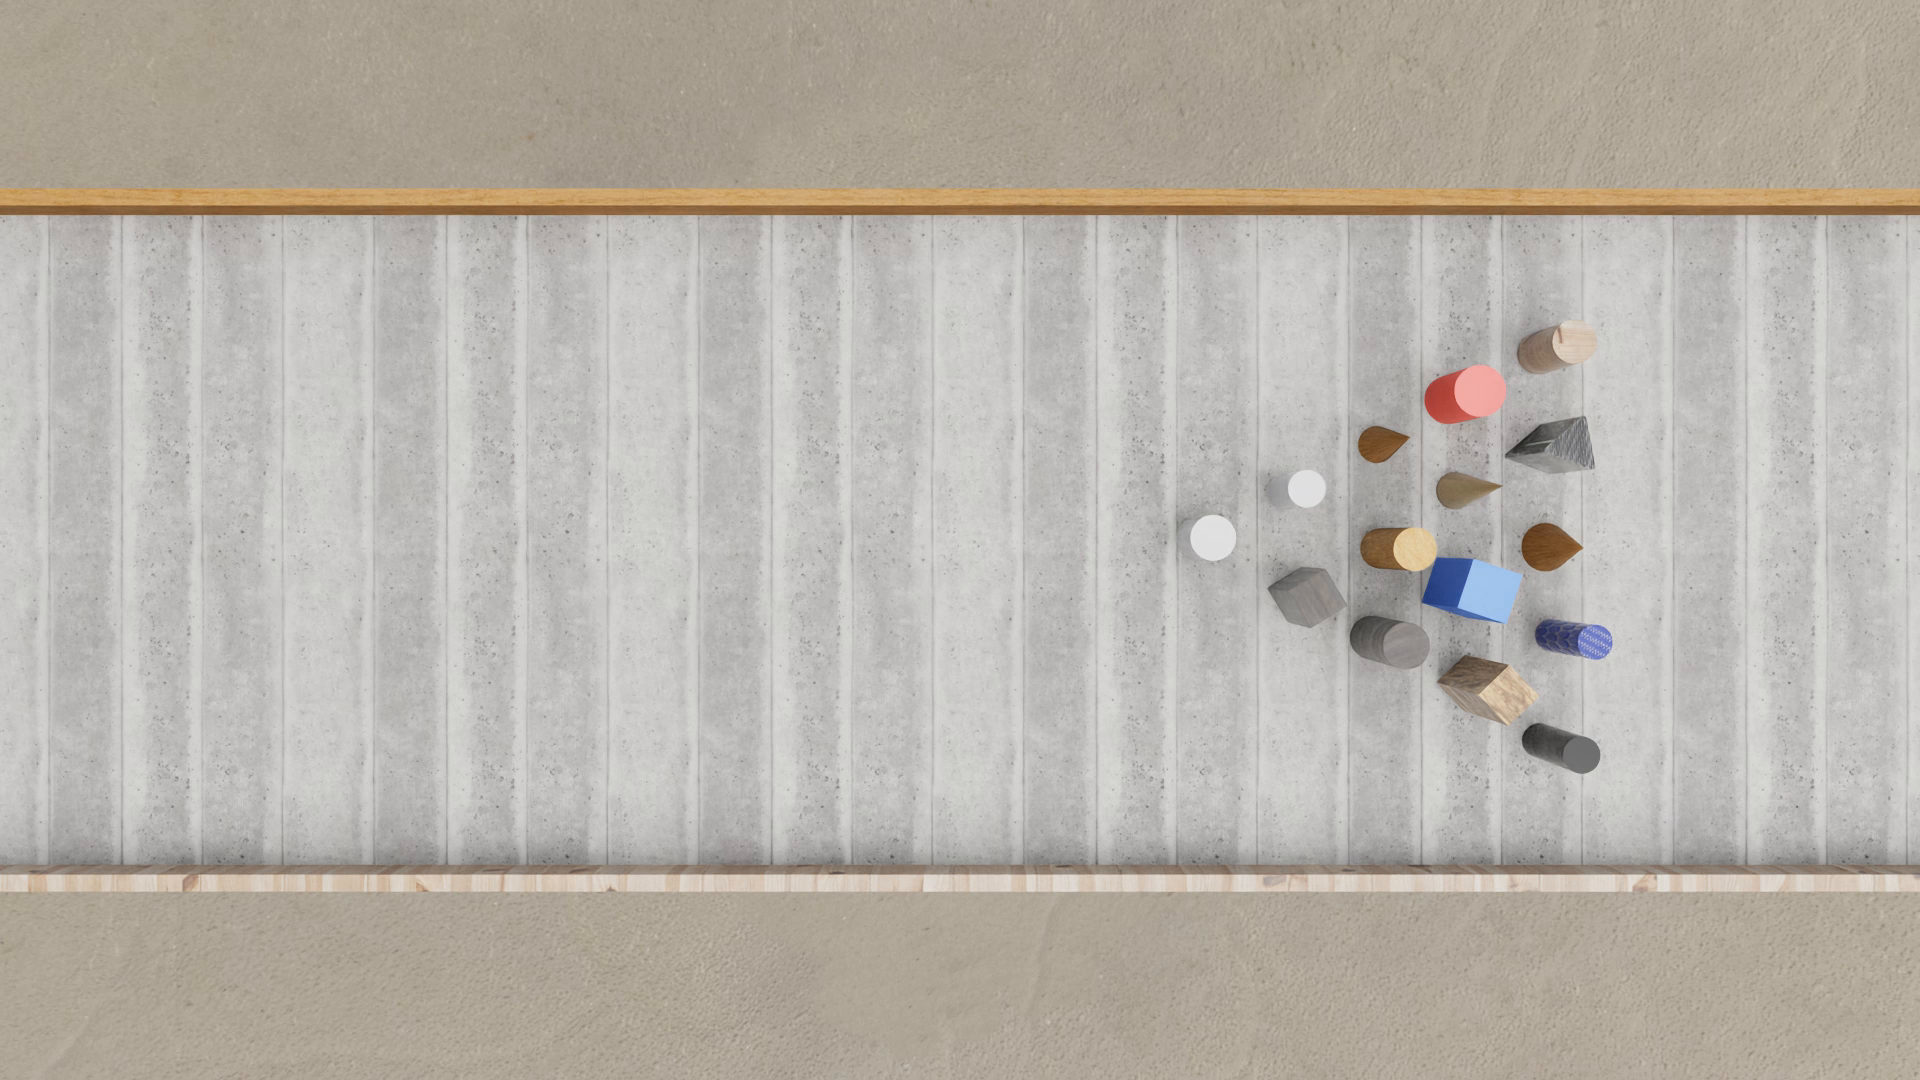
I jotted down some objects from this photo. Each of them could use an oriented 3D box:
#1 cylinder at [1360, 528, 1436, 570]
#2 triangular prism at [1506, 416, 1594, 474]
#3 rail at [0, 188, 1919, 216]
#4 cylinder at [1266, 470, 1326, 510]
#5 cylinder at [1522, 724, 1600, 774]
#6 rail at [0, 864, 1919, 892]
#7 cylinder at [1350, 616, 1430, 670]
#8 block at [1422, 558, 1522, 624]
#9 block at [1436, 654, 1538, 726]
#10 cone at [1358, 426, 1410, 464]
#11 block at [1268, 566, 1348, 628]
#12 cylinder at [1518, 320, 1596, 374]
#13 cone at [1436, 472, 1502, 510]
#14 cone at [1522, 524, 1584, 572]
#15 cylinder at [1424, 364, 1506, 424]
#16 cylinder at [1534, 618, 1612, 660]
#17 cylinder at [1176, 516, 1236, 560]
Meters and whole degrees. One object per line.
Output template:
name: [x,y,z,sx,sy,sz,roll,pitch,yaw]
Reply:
cylinder: [1.294,0.026,4.883,0.124,0.388,0.124,0,90,0]
triangular prism: [1.770,-0.293,4.903,0.154,0.346,0.133,20,90,0]
rail: [-2.247,-1.025,5.002,12.000,0.150,0.050,0,90,0]
cylinder: [0.999,-0.148,4.913,0.108,0.328,0.108,0,90,0]
cylinder: [1.783,0.617,4.903,0.108,0.346,0.108,0,90,0]
rail: [-2.247,1.025,5.001,12.000,0.150,0.050,0,90,0]
cylinder: [1.267,0.301,4.879,0.134,0.396,0.134,0,90,0]
block: [1.513,0.146,4.892,0.147,0.370,0.147,18,90,0]
block: [1.552,0.439,4.870,0.122,0.413,0.122,-44,90,0]
cone: [1.282,-0.294,4.886,0.114,0.381,0.114,0,90,0]
block: [1.030,0.168,4.911,0.125,0.331,0.125,-31,90,0]
cylinder: [1.779,-0.574,4.924,0.129,0.304,0.129,0,90,0]
cone: [1.522,-0.152,4.847,0.116,0.460,0.116,0,90,0]
cone: [1.803,0.022,4.920,0.149,0.312,0.149,0,90,0]
cylinder: [1.505,-0.431,4.923,0.150,0.307,0.150,0,90,0]
cylinder: [1.819,0.293,4.900,0.101,0.353,0.101,0,90,0]
cylinder: [0.732,-0.006,4.921,0.132,0.311,0.132,0,90,0]
